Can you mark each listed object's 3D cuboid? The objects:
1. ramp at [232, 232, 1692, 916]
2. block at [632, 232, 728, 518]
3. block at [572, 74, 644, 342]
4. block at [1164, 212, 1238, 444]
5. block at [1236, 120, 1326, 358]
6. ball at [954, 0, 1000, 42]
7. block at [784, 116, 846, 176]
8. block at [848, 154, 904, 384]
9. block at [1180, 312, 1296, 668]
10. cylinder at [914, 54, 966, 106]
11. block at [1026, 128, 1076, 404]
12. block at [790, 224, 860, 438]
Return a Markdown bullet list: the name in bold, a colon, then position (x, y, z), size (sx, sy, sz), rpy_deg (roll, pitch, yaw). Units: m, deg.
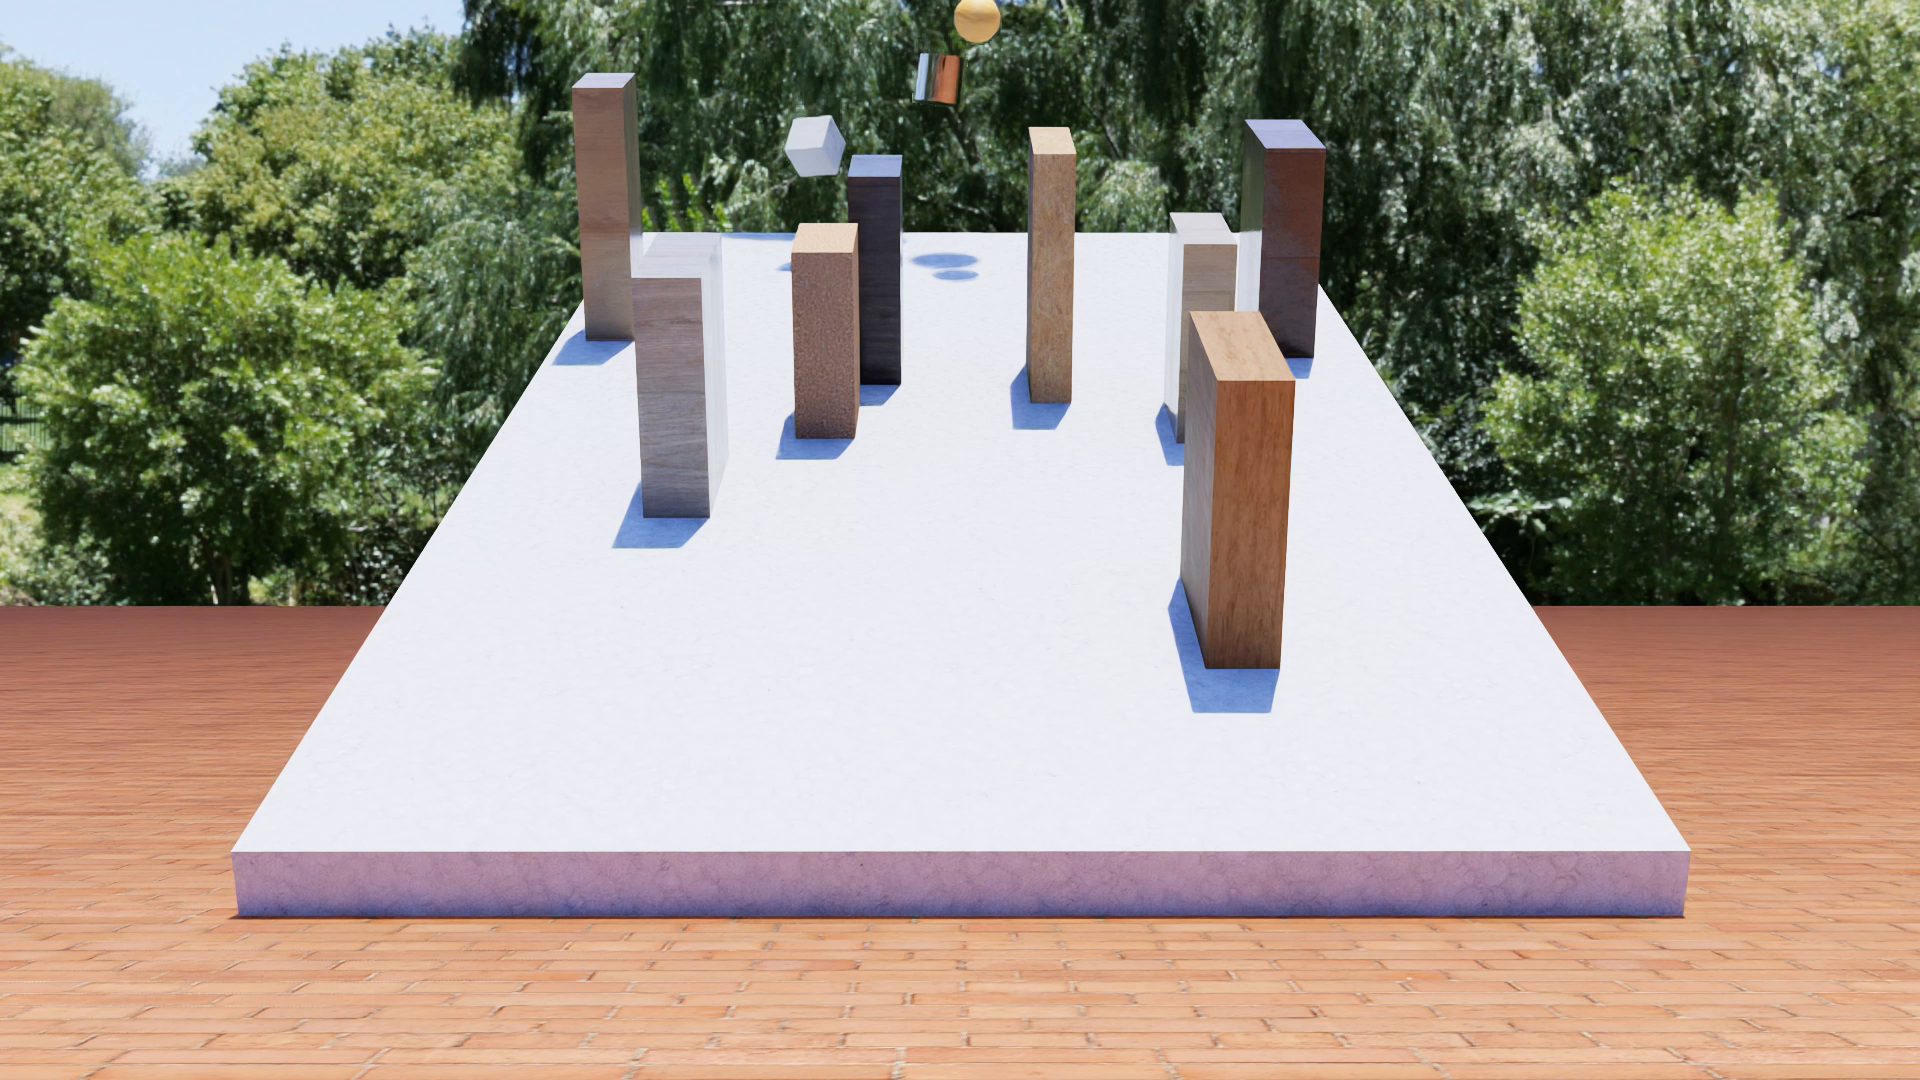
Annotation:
- **ramp**: position (-0.005, -0.205, 4.999), size (2.000, 0.100, 4.000), rpy_deg (0, 20, 0)
- **block**: position (-0.551, -0.333, 4.501), size (0.130, 0.477, 0.395), rpy_deg (0, 20, 0)
- **block**: position (-0.873, -0.832, 5.659), size (0.122, 0.628, 0.241), rpy_deg (0, 20, 0)
- **block**: position (0.521, -0.465, 4.934), size (0.112, 0.434, 0.320), rpy_deg (0, 20, 0)
- **block**: position (0.791, -0.753, 5.618), size (0.142, 0.512, 0.408), rpy_deg (0, 20, 0)
- **ball**: position (0.048, -1.454, 6.319), size (0.131, 0.131, 0.131), rpy_deg (0, -2, 0)
- **block**: position (-0.410, -1.115, 6.416), size (0.116, 0.116, 0.116), rpy_deg (0, -32, 22)
- **block**: position (-0.196, -0.638, 5.331), size (0.118, 0.489, 0.272), rpy_deg (0, 20, 0)
- **block**: position (0.462, -0.094, 3.825), size (0.122, 0.489, 0.442), rpy_deg (0, 20, 0)
- **cylinder**: position (-0.060, -1.408, 6.928), size (0.141, 0.141, 0.141), rpy_deg (7, 7, -1)
- **block**: position (0.207, -0.636, 5.211), size (0.093, 0.568, 0.349), rpy_deg (0, 20, 0)
- **block**: position (-0.291, -0.460, 4.954), size (0.129, 0.409, 0.293), rpy_deg (0, 20, 0)
